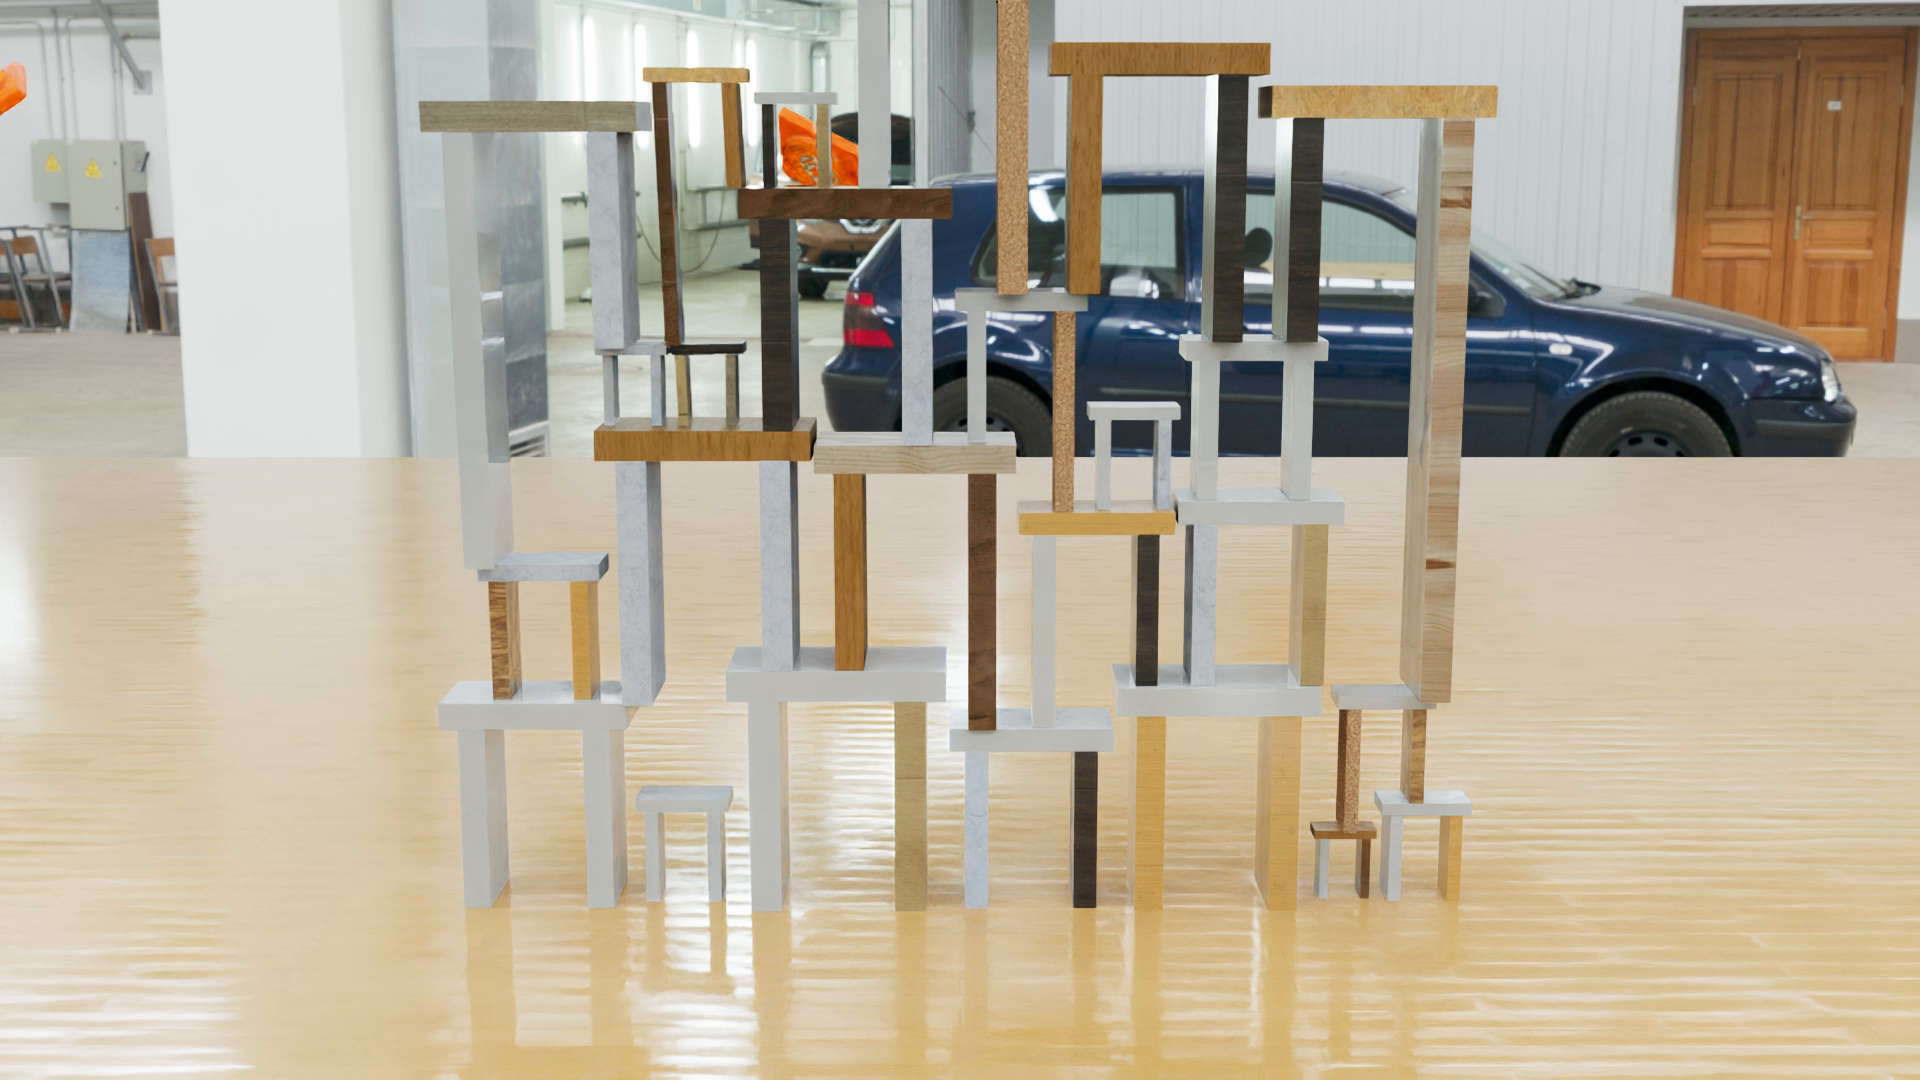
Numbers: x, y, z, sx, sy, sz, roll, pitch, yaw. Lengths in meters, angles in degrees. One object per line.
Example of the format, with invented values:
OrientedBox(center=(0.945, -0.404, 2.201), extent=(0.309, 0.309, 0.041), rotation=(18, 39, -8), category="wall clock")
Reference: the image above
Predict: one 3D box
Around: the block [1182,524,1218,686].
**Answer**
OrientedBox(center=(0.390, 0.093, 3.578), extent=(0.037, 0.264, 0.132), rotation=(0, 11, 0), category="block")

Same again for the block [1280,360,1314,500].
OrientedBox(center=(0.540, -0.182, 3.525), extent=(0.031, 0.222, 0.111), rotation=(0, 11, 0), category="block")

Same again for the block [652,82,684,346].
OrientedBox(center=(-0.458, -0.512, 3.459), extent=(0.023, 0.406, 0.080), rotation=(-2, 11, -1), category="block")

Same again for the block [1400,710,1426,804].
OrientedBox(center=(0.748, 0.346, 3.627), extent=(0.023, 0.159, 0.080), rotation=(0, 11, 0), category="block")

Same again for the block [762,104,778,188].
OrientedBox(center=(-0.298, -0.618, 3.448), extent=(0.018, 0.128, 0.064), rotation=(0, 11, 0), category="block")

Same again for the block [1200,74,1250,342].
OrientedBox(center=(0.416, -0.523, 3.463), extent=(0.047, 0.408, 0.167), rotation=(0, 11, 0), category="block")

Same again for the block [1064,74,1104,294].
OrientedBox(center=(0.194, -0.560, 3.456), extent=(0.047, 0.333, 0.167), rotation=(0, 11, 0), category="block")

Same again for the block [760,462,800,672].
OrientedBox(center=(-0.291, 0.028, 3.566), extent=(0.048, 0.339, 0.170), rotation=(0, 11, 0), category="block")

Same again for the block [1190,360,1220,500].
OrientedBox(center=(0.392, -0.182, 3.525), extent=(0.031, 0.222, 0.111), rotation=(0, 11, 0), category="block")

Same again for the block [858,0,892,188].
OrientedBox(center=(-0.133, -0.711, 3.425), extent=(0.045, 0.320, 0.160), rotation=(0, 11, 0), category="block")

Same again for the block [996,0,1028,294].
OrientedBox(center=(0.081, -0.631, 3.435), extent=(0.045, 0.481, 0.160), rotation=(0, 11, -1), category="block")

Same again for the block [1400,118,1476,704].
OrientedBox(center=(0.762, -0.207, 3.526), extent=(0.049, 0.921, 0.171), rotation=(0, 11, 0), category="block")

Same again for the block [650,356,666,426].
OrientedBox(center=(-0.483, -0.242, 3.519), extent=(0.016, 0.113, 0.057), rotation=(0, 11, 0), category="block")

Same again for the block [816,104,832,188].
OrientedBox(center=(-0.213, -0.618, 3.448), extent=(0.018, 0.128, 0.064), rotation=(0, 11, 0), category="block")

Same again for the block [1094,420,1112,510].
OrientedBox(center=(0.230, -0.126, 3.539), extent=(0.020, 0.144, 0.072), rotation=(0, 11, 0), category="block")

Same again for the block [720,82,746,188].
OrientedBox(center=(-0.354, -0.632, 3.438), extent=(0.023, 0.160, 0.080), rotation=(-2, 11, 0), category="block")

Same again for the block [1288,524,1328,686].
OrientedBox(center=(0.566, 0.093, 3.578), extent=(0.037, 0.264, 0.132), rotation=(0, 11, 0), category="block")

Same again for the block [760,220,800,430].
OrientedBox(center=(-0.286, -0.347, 3.494), extent=(0.047, 0.329, 0.164), rotation=(0, 11, 0), category="block")

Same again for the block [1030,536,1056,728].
OrientedBox(center=(0.135, 0.137, 3.580), extent=(0.035, 0.317, 0.124), rotation=(0, 11, 0), category="block")

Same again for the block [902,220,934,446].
OrientedBox(center=(-0.067, -0.336, 3.497), extent=(0.047, 0.352, 0.164), rotation=(0, 11, 0), category="block")

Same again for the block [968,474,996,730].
OrientedBox(center=(0.036, 0.087, 3.577), extent=(0.045, 0.417, 0.159), rotation=(0, 11, 0), category="block")

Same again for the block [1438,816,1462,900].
OrientedBox(center=(0.815, 0.518, 3.657), extent=(0.021, 0.147, 0.073), rotation=(0, 11, 0), category="block")

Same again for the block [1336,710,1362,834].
OrientedBox(center=(0.642, 0.371, 3.632), extent=(0.023, 0.210, 0.080), rotation=(0, 11, 0), category="block")

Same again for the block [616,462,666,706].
OrientedBox(center=(-0.517, 0.056, 3.571), extent=(0.048, 0.396, 0.170), rotation=(0, 11, 0), category="block")

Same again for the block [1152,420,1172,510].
OrientedBox(center=(0.325, -0.127, 3.542), extent=(0.020, 0.144, 0.072), rotation=(0, 11, -1), category="block")

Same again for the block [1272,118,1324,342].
OrientedBox(center=(0.533, -0.492, 3.474), extent=(0.049, 0.343, 0.171), rotation=(0, 11, 0), category="block")

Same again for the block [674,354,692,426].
OrientedBox(center=(-0.442, -0.243, 3.518), extent=(0.016, 0.113, 0.057), rotation=(-2, 11, 0), category="block")

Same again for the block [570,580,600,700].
OrientedBox(center=(-0.612, 0.154, 3.591), extent=(0.028, 0.195, 0.098), rotation=(0, 11, 0), category="block")

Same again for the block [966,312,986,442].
OrientedBox(center=(0.026, -0.266, 3.514), extent=(0.029, 0.208, 0.104), rotation=(0, 11, -1), category="block")

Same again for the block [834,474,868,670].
OrientedBox(center=(-0.177, 0.038, 3.568), extent=(0.045, 0.319, 0.159), rotation=(0, 10, 0), category="block")

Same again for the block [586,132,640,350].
OrientedBox(center=(-0.545, -0.474, 3.460), extent=(0.047, 0.330, 0.165), rotation=(0, 11, 1), category="block")

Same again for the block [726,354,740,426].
OrientedBox(center=(-0.364, -0.242, 3.519), extent=(0.016, 0.113, 0.057), rotation=(0, 11, 0), category="block")

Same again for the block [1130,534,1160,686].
OrientedBox(center=(0.300, 0.102, 3.576), extent=(0.035, 0.248, 0.124), rotation=(0, 11, 0), category="block")

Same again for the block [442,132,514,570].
OrientedBox(center=(-0.765, -0.303, 3.499), extent=(0.047, 0.681, 0.165), rotation=(-1, 11, 0), category="block")

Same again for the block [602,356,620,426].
OrientedBox(center=(-0.558, -0.243, 3.519), extent=(0.016, 0.113, 0.057), rotation=(0, 11, 0), category="block")

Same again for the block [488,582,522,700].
OrientedBox(center=(-0.742, 0.154, 3.591), extent=(0.028, 0.195, 0.098), rotation=(0, 11, 0), category="block")

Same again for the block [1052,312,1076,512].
OrientedBox(center=(0.166, -0.212, 3.525), extent=(0.029, 0.318, 0.104), rotation=(0, 11, -1), category="block")
